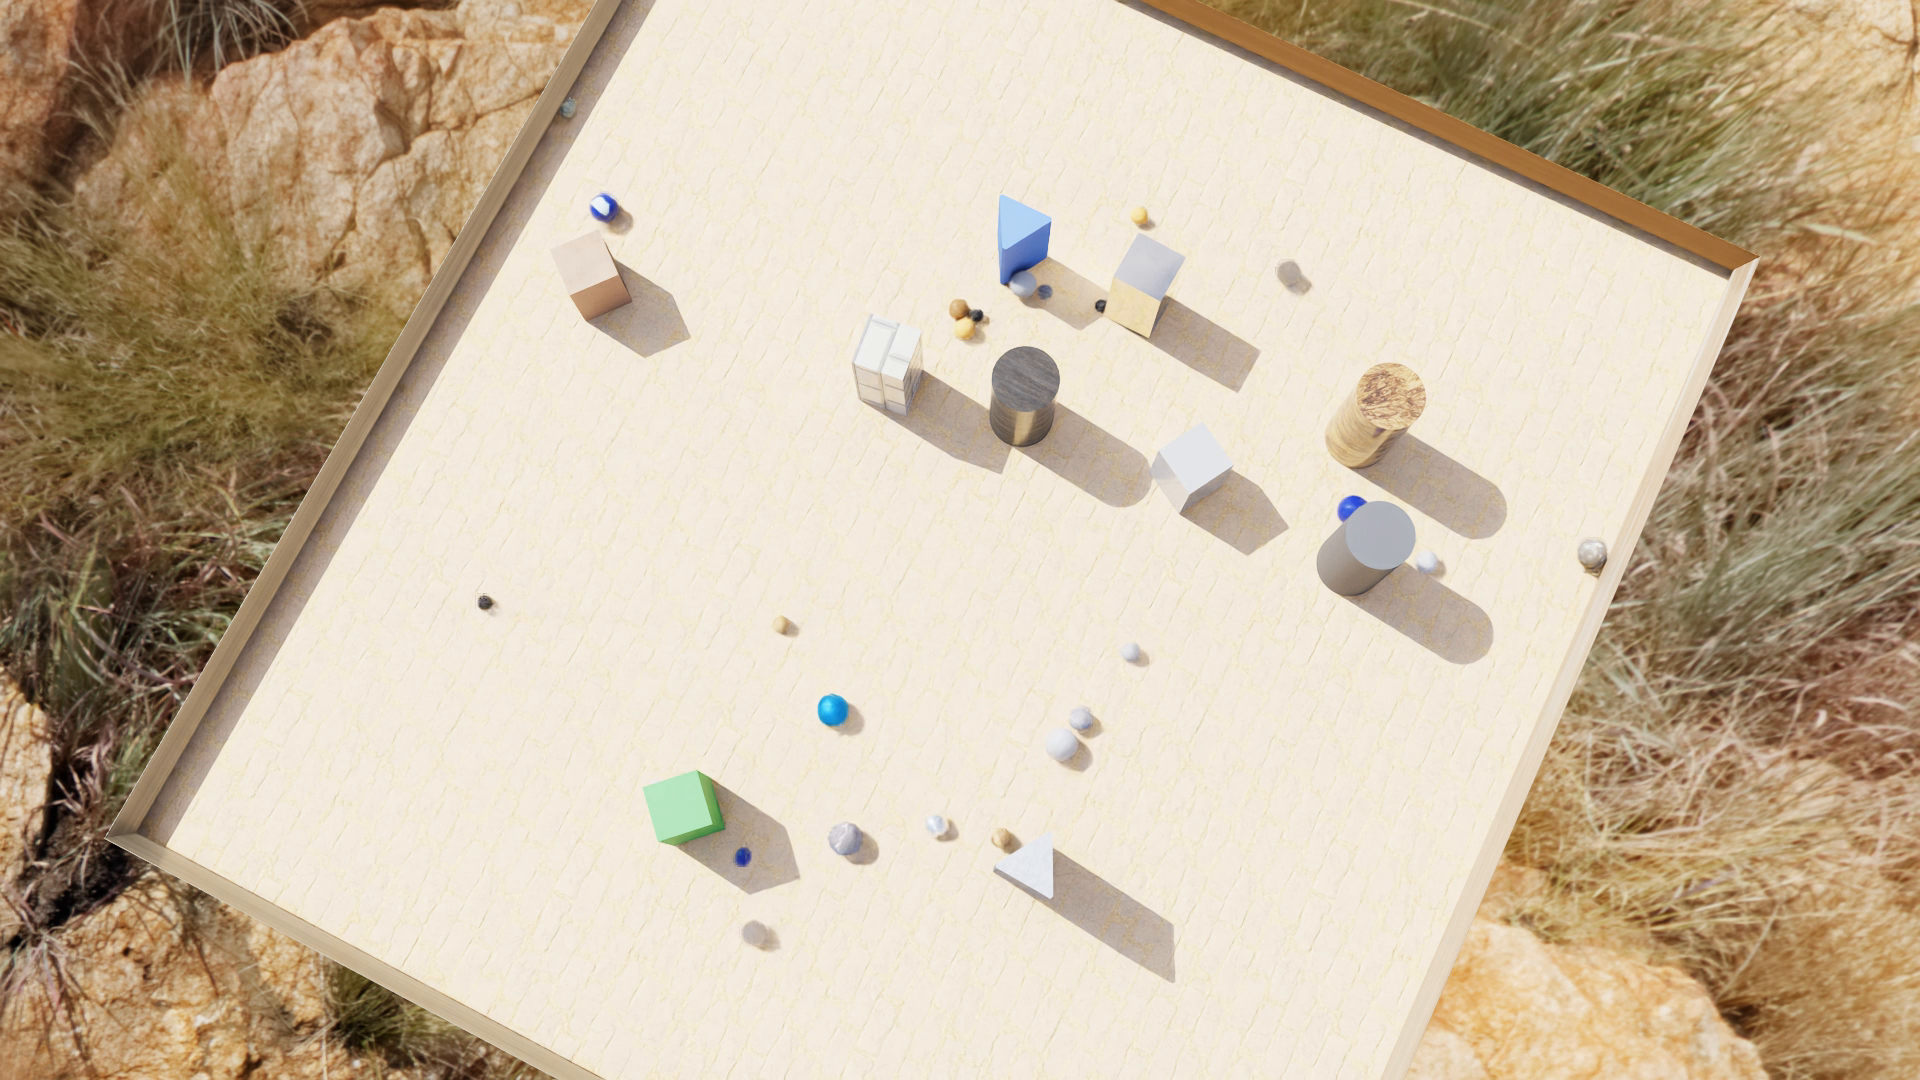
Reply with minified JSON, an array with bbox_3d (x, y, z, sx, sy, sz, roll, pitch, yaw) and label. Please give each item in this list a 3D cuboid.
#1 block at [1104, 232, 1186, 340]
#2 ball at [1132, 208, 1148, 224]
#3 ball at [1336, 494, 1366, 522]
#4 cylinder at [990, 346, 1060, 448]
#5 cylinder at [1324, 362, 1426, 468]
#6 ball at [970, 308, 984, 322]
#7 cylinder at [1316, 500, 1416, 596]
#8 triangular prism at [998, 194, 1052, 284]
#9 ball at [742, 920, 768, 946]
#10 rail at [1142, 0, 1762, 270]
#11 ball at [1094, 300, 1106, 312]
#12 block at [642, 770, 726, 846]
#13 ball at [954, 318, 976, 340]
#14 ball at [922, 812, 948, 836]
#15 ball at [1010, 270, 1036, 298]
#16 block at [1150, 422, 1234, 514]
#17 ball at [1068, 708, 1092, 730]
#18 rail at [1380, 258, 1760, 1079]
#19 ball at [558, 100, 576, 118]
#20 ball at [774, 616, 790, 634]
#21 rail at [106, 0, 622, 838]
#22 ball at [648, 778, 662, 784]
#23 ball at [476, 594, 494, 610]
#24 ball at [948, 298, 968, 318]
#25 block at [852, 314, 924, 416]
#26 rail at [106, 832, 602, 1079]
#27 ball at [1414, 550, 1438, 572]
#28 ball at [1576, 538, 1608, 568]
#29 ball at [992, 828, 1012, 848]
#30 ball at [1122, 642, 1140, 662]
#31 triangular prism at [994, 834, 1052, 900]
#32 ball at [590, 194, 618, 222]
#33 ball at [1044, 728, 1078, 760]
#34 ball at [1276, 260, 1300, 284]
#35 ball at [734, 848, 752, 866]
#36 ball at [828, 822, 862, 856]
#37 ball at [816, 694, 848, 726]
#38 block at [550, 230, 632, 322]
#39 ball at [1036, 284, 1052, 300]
[{"bbox_3d":[0.560,-0.771,5.591,0.160,0.363,0.160,29,80,6],"label":"block"},{"bbox_3d":[0.568,-1.026,5.802,0.053,0.053,0.053,0,78,0],"label":"ball"},{"bbox_3d":[1.199,-0.088,5.584,0.100,0.100,0.100,0,78,0],"label":"ball"},{"bbox_3d":[0.191,-0.426,5.501,0.200,0.400,0.200,0,78,0],"label":"cylinder"},{"bbox_3d":[1.230,-0.364,5.455,0.200,0.464,0.200,0,78,0],"label":"cylinder"},{"bbox_3d":[0.053,-0.704,5.741,0.042,0.042,0.042,0,78,0],"label":"ball"},{"bbox_3d":[1.188,0.030,5.388,0.200,0.435,0.200,0,78,0],"label":"cylinder"},{"bbox_3d":[0.163,-0.945,5.652,0.173,0.314,0.150,-33,80,-6],"label":"triangular prism"},{"bbox_3d":[-0.600,1.145,5.342,0.074,0.074,0.074,0,78,0],"label":"ball"},{"bbox_3d":[0.840,-1.639,5.889,3.638,0.130,0.045,26,80,5],"label":"rail"},{"bbox_3d":[0.443,-0.734,5.748,0.040,0.040,0.040,0,78,0],"label":"ball"},{"bbox_3d":[-0.796,0.778,5.303,0.160,0.299,0.160,-18,79,-4],"label":"block"},{"bbox_3d":[0.016,-0.660,5.720,0.065,0.065,0.065,0,78,0],"label":"ball"},{"bbox_3d":[-0.073,0.838,5.406,0.074,0.074,0.074,0,78,0],"label":"ball"},{"bbox_3d":[0.198,-0.801,5.739,0.085,0.085,0.085,0,78,0],"label":"ball"},{"bbox_3d":[0.694,-0.215,5.522,0.160,0.273,0.160,-33,80,-6],"label":"block"},{"bbox_3d":[0.359,0.534,5.470,0.071,0.071,0.071,0,78,0],"label":"ball"},{"bbox_3d":[1.606,0.793,5.385,0.045,0.130,3.806,26,80,5],"label":"rail"},{"bbox_3d":[-1.258,-1.383,5.875,0.055,0.055,0.055,0,78,0],"label":"ball"},{"bbox_3d":[-0.539,0.256,5.537,0.052,0.052,0.052,0,78,0],"label":"ball"},{"bbox_3d":[-1.606,-0.779,5.711,0.045,0.130,3.806,26,80,5],"label":"rail"},{"bbox_3d":[-0.904,0.731,5.441,0.047,0.047,0.047,0,78,0],"label":"ball"},{"bbox_3d":[-1.440,0.191,5.552,0.049,0.049,0.049,0,78,0],"label":"ball"},{"bbox_3d":[-0.004,-0.724,5.734,0.063,0.063,0.063,0,78,0],"label":"ball"},{"bbox_3d":[-0.214,-0.524,5.526,0.160,0.389,0.160,19,79,4],"label":"block"},{"bbox_3d":[-0.840,1.653,5.207,3.638,0.130,0.045,26,80,5],"label":"rail"},{"bbox_3d":[1.417,0.065,5.568,0.070,0.070,0.070,0,78,0],"label":"ball"},{"bbox_3d":[1.919,0.041,5.562,0.091,0.091,0.091,0,78,0],"label":"ball"},{"bbox_3d":[0.123,0.879,5.403,0.062,0.062,0.062,0,78,0],"label":"ball"},{"bbox_3d":[0.515,0.337,5.517,0.059,0.059,0.059,0,78,0],"label":"ball"},{"bbox_3d":[0.208,0.903,5.176,0.173,0.497,0.150,29,80,6],"label":"triangular prism"},{"bbox_3d":[-1.124,-1.047,5.787,0.090,0.090,0.090,0,78,0],"label":"ball"},{"bbox_3d":[0.300,0.607,5.441,0.098,0.098,0.098,0,78,0],"label":"ball"},{"bbox_3d":[1.032,-0.839,5.752,0.074,0.074,0.074,0,78,0],"label":"ball"},{"bbox_3d":[-0.638,0.932,5.398,0.051,0.051,0.051,0,78,0],"label":"ball"},{"bbox_3d":[-0.337,0.878,5.384,0.100,0.100,0.100,0,78,0],"label":"ball"},{"bbox_3d":[-0.380,0.507,5.463,0.095,0.095,0.095,0,78,0],"label":"ball"},{"bbox_3d":[-1.136,-0.814,5.658,0.160,0.248,0.160,-24,79,-5],"label":"block"},{"bbox_3d":[0.266,-0.778,5.753,0.048,0.048,0.048,0,78,0],"label":"ball"}]
